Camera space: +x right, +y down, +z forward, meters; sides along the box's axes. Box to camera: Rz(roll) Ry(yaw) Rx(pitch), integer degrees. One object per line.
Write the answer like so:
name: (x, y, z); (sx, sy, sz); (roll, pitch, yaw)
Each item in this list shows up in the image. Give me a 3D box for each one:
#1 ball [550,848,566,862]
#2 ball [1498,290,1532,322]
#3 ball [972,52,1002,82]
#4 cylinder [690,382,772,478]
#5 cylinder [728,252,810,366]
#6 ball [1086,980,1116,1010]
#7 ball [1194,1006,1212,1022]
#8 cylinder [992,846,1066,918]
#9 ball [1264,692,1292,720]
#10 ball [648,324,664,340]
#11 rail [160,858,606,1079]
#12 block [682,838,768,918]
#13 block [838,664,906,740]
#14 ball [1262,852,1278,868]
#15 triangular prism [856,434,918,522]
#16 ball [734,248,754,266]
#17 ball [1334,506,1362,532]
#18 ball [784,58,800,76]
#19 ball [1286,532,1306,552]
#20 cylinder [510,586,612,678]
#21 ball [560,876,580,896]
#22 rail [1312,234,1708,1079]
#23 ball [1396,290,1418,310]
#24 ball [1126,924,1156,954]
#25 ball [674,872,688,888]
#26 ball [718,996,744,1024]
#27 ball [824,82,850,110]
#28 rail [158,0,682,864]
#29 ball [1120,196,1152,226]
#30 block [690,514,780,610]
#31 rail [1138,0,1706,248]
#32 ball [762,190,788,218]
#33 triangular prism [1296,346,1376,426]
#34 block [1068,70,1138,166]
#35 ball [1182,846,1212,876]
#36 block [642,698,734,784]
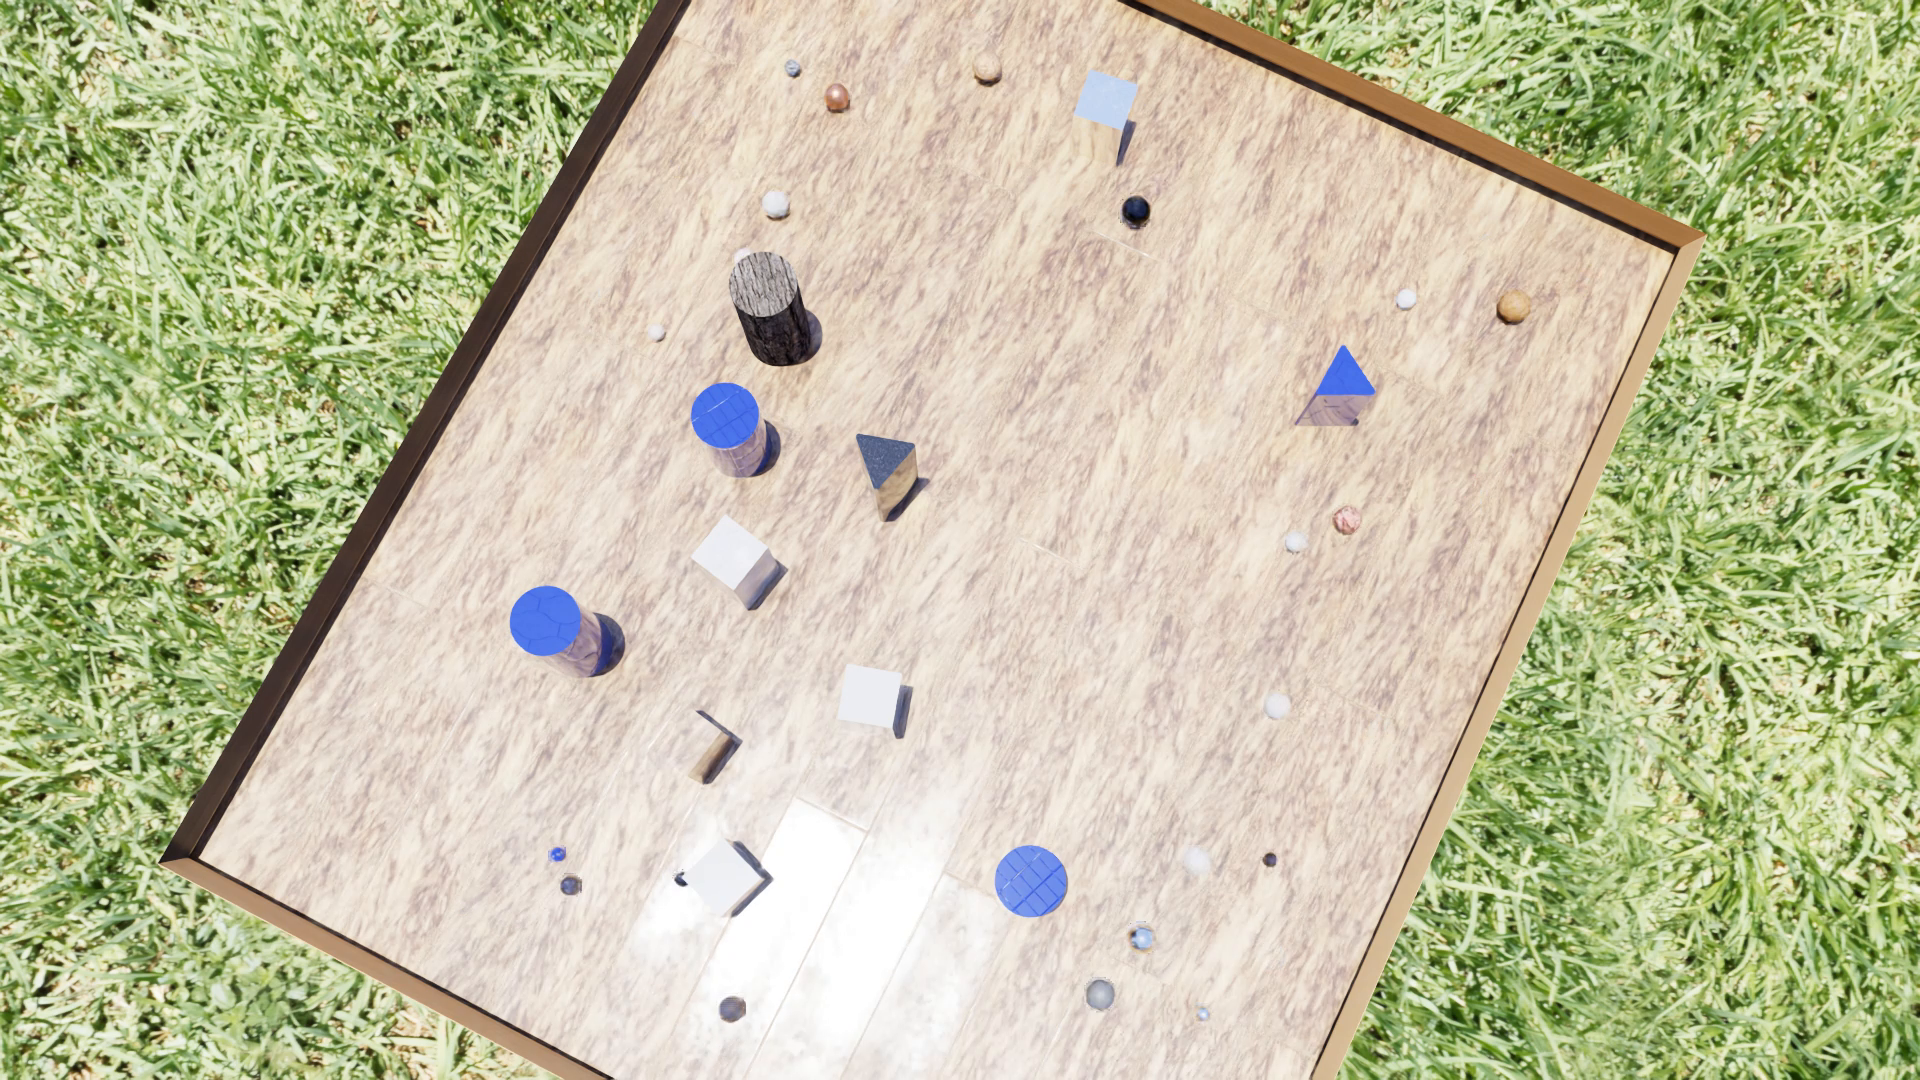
ball: (-1.186, 0.928, 5.402); (0.043, 0.043, 0.043); (0, 78, 0)
ball: (1.731, -0.730, 5.717); (0.099, 0.099, 0.099); (0, 78, 0)
ball: (0.088, -1.518, 5.883); (0.094, 0.094, 0.094); (0, 78, 0)
cylinder: (-0.681, -0.324, 5.494); (0.198, 0.372, 0.198); (0, 78, 0)
cylinder: (-0.567, -0.687, 5.510); (0.198, 0.487, 0.198); (0, 78, 0)
ball: (0.406, 1.316, 5.299); (0.088, 0.088, 0.088); (0, 78, 0)
ball: (0.703, 1.373, 5.307); (0.049, 0.049, 0.049); (0, 78, 0)
cylinder: (0.195, 0.979, 5.240); (0.198, 0.341, 0.198); (0, 78, 0)
ball: (0.949, 0.495, 5.473); (0.080, 0.080, 0.080); (0, 78, 0)
ball: (-0.950, -0.647, 5.724); (0.051, 0.051, 0.051); (0, 78, 0)
rail: (-0.838, 1.648, 5.209); (3.288, 0.129, 0.045); (26, 80, 5)
block: (-0.673, 0.977, 5.288); (0.158, 0.248, 0.158); (-44, 82, -8)
block: (-0.257, 0.475, 5.353); (0.158, 0.323, 0.158); (10, 78, 2)
ball: (0.915, 0.943, 5.397); (0.047, 0.047, 0.047); (0, 78, 0)
triangular prism: (-0.240, -0.210, 5.436); (0.148, 0.440, 0.171); (40, 81, 8)
ball: (-0.676, -0.881, 5.762); (0.072, 0.072, 0.072); (0, 78, 0)
ball: (1.183, -0.064, 5.588); (0.083, 0.083, 0.083); (0, 78, 0)
ball: (-0.540, -1.523, 5.905); (0.053, 0.053, 0.053); (0, 78, 0)
ball: (1.023, 0.007, 5.583); (0.063, 0.063, 0.063); (0, 78, 0)
cylinder: (-1.150, 0.272, 5.314); (0.198, 0.482, 0.198); (0, 78, 0)
ball: (-1.144, 1.015, 5.376); (0.060, 0.060, 0.060); (0, 78, 0)
rail: (1.449, 0.716, 5.402); (0.045, 0.129, 3.795); (26, 80, 5)
ball: (1.399, -0.754, 5.740); (0.063, 0.063, 0.063); (0, 78, 0)
ball: (0.529, 1.161, 5.332); (0.087, 0.087, 0.087); (0, 78, 0)
ball: (-0.815, 0.998, 5.383); (0.046, 0.046, 0.046); (0, 78, 0)
ball: (-0.661, 1.356, 5.296); (0.077, 0.077, 0.077); (0, 78, 0)
ball: (-0.395, -1.420, 5.868); (0.084, 0.084, 0.084); (0, 78, 0)
rail: (-1.449, -0.703, 5.695); (0.045, 0.129, 3.795); (26, 80, 5)
ball: (0.555, -1.038, 5.782); (0.098, 0.098, 0.098); (0, 78, 0)
block: (-0.660, 0.071, 5.420); (0.158, 0.357, 0.158); (37, 81, 7)
rail: (0.838, -1.634, 5.888); (3.288, 0.129, 0.045); (26, 80, 5)
ball: (-0.584, -1.063, 5.793); (0.085, 0.085, 0.085); (0, 78, 0)
triangular prism: (1.126, -0.465, 5.535); (0.171, 0.349, 0.148); (0, 78, 0)
block: (0.448, -1.321, 5.750); (0.158, 0.274, 0.158); (19, 79, 4)
ball: (0.697, 0.943, 5.378); (0.085, 0.085, 0.085); (0, 78, 0)
block: (-0.784, 0.589, 5.329); (0.158, 0.325, 0.158); (36, 81, 7)
